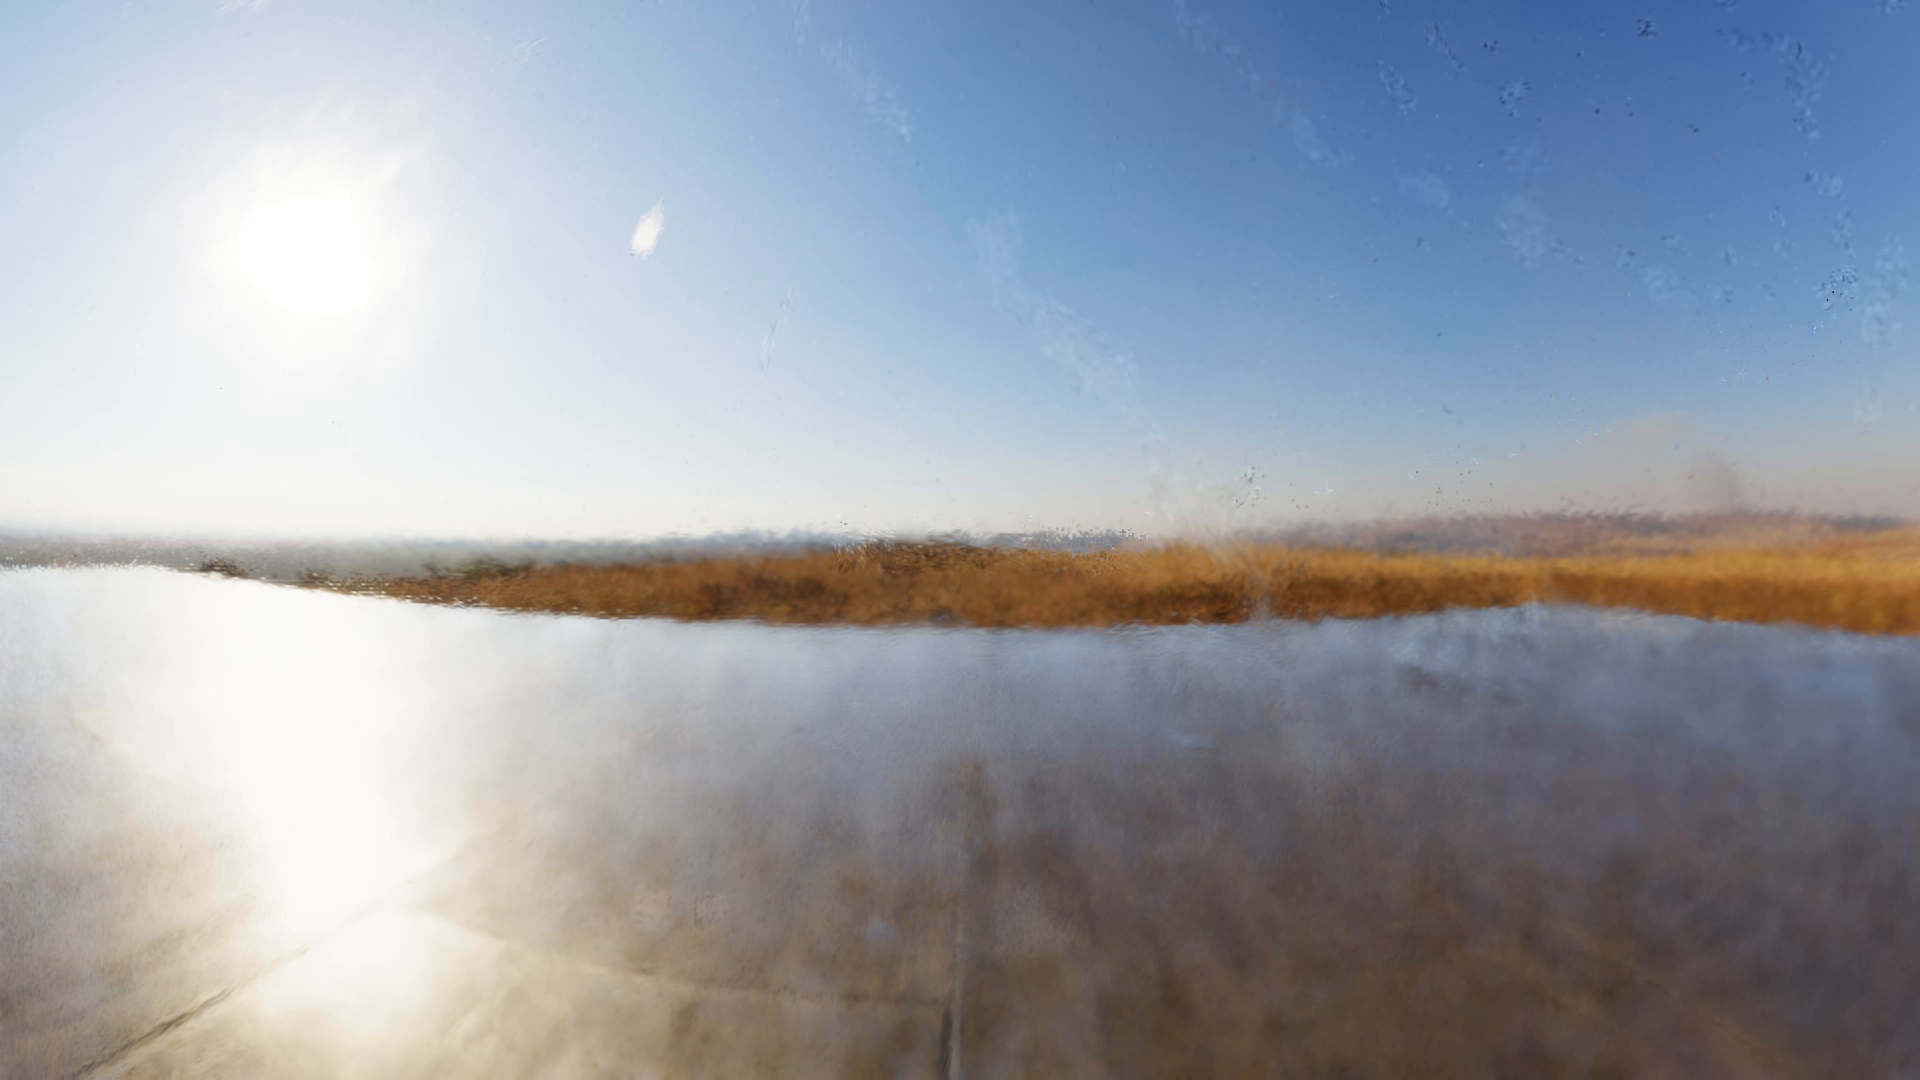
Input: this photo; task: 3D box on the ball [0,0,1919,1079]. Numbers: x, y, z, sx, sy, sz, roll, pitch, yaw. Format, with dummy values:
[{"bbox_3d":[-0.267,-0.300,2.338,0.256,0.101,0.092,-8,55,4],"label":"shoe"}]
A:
[{"bbox_3d":[0.000,-0.002,0.056,0.080,0.080,0.080,0,4,0],"label":"ball"}]
